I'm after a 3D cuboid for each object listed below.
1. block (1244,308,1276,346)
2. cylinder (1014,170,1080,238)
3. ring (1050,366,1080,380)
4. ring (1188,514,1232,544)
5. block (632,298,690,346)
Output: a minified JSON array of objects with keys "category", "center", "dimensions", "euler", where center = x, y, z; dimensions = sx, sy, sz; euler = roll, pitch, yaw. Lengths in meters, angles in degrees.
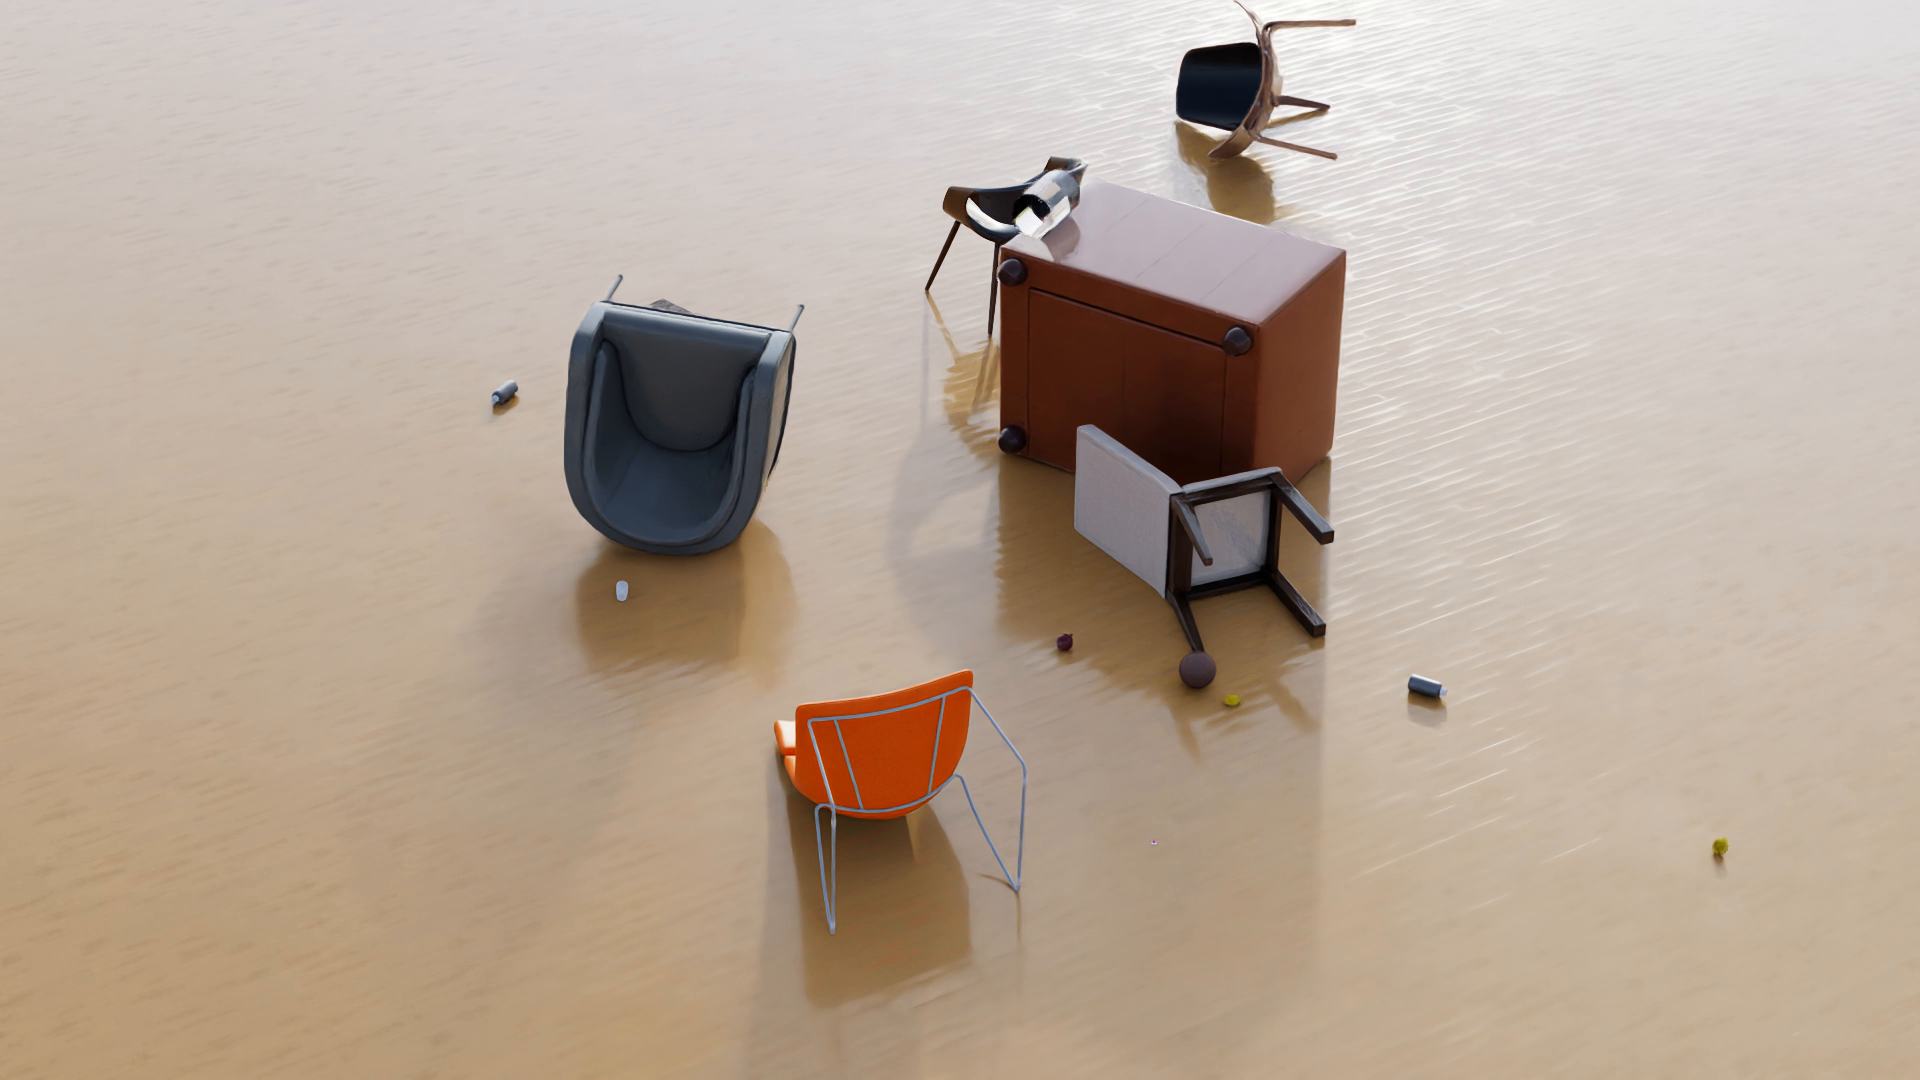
[{"category":"block","center":[1.250,-0.887,12.206],"dimensions":[0.088,0.093,0.134],"euler":[-7,34,-10]},{"category":"cylinder","center":[0.329,-1.272,11.086],"dimensions":[0.169,0.178,0.230],"euler":[15,36,25]},{"category":"ring","center":[0.427,-0.681,11.960],"dimensions":[0.128,0.021,0.072],"euler":[-15,37,-21]},{"category":"ring","center":[0.933,-0.040,10.920],"dimensions":[0.057,0.095,0.213],"euler":[-3,17,-43]},{"category":"block","center":[-1.243,-0.907,12.229],"dimensions":[0.168,0.101,0.166],"euler":[26,42,34]}]
